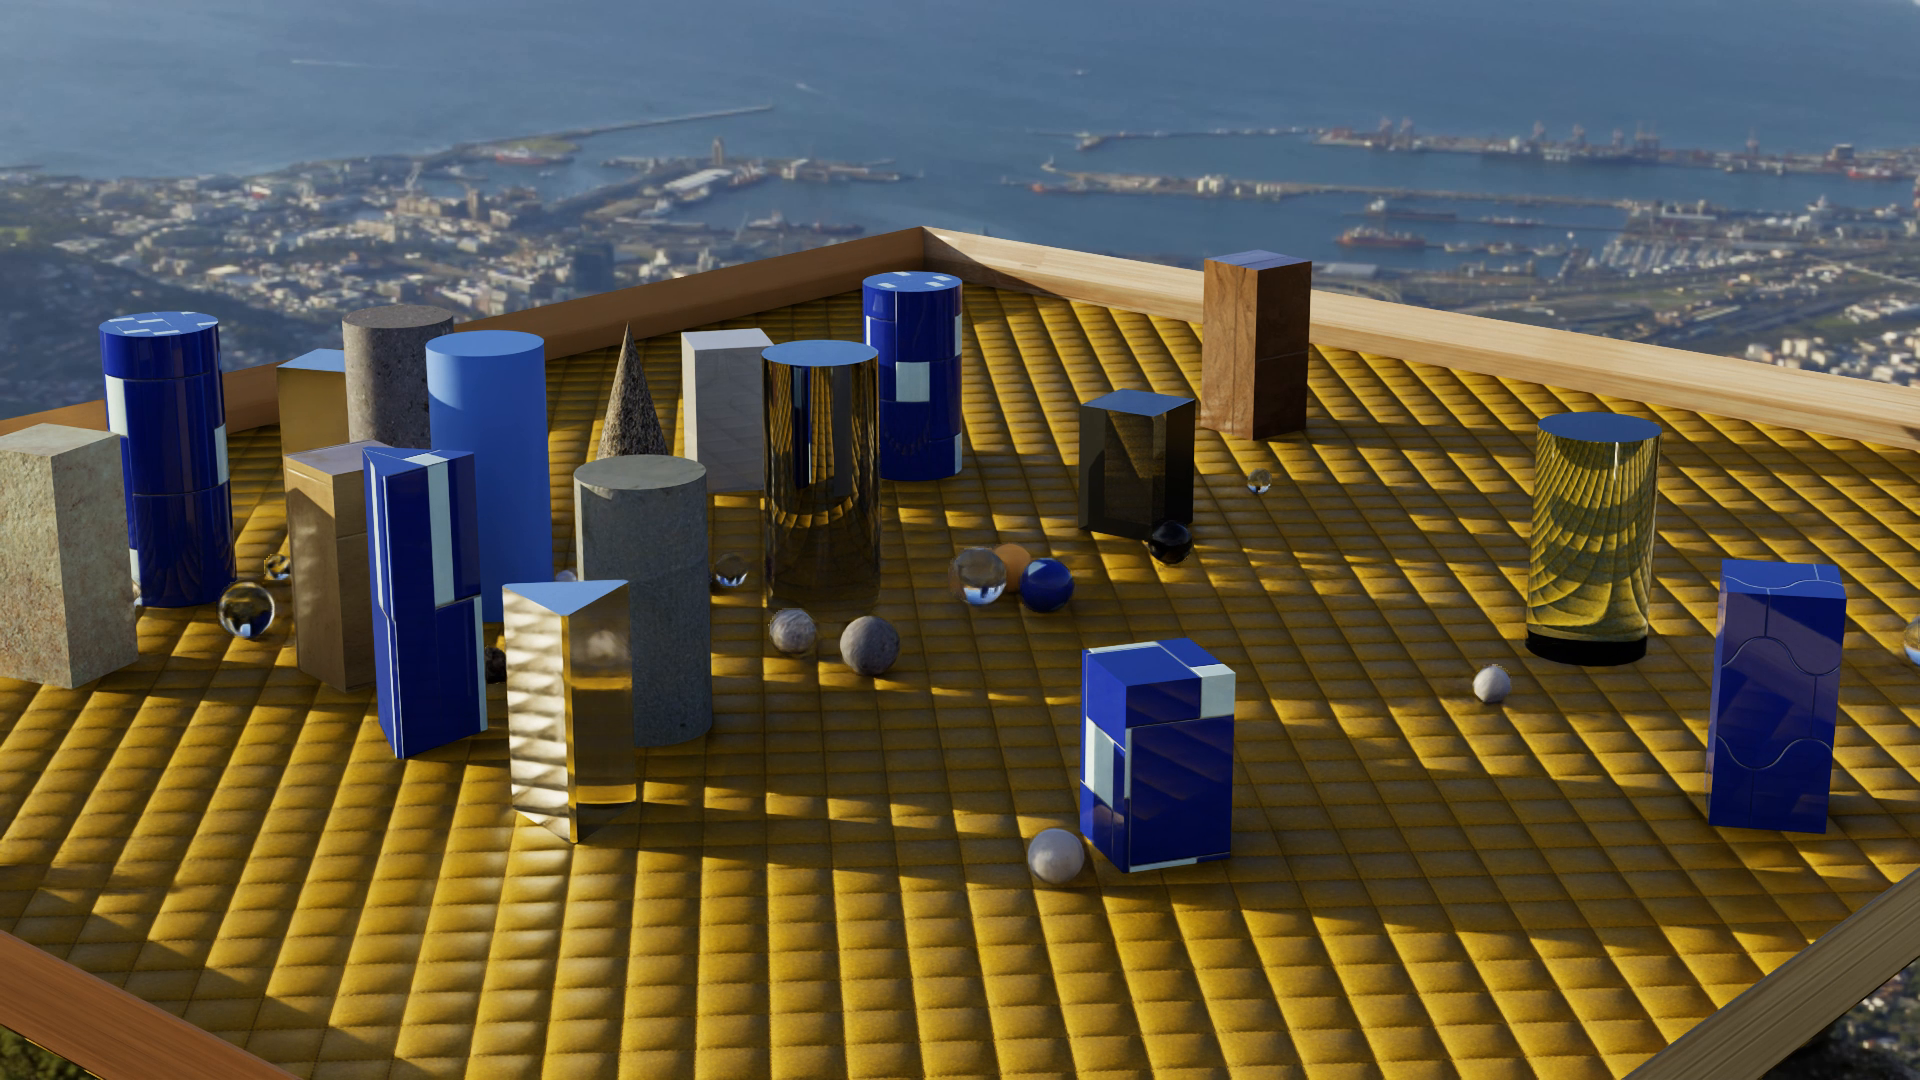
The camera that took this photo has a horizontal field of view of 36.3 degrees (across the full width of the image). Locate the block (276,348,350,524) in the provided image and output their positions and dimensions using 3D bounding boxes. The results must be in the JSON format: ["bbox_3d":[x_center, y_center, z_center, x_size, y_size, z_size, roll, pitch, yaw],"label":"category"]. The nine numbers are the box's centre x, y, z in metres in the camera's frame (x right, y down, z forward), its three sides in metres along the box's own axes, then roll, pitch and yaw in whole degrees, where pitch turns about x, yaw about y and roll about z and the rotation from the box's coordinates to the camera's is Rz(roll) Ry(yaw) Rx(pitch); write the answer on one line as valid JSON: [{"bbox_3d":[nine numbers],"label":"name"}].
[{"bbox_3d":[-1.175,-0.192,5.559,0.158,0.306,0.158,5,18,17],"label":"block"}]

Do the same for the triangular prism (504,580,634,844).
[{"bbox_3d":[-0.526,0.229,4.117,0.148,0.333,0.171,-12,21,-35],"label":"triangular prism"}]

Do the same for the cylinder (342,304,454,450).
[{"bbox_3d":[-1.017,-0.199,5.366,0.198,0.430,0.198,0,17,0],"label":"cylinder"}]

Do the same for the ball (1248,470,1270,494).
[{"bbox_3d":[0.587,-0.114,5.753,0.046,0.046,0.046,0,17,0],"label":"ball"}]

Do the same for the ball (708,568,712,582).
[{"bbox_3d":[-0.459,0.065,5.156,0.047,0.047,0.047,0,17,0],"label":"ball"}]

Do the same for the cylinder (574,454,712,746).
[{"bbox_3d":[-0.480,0.090,4.454,0.198,0.403,0.198,0,17,0],"label":"cylinder"}]

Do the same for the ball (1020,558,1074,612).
[{"bbox_3d":[0.149,0.077,5.035,0.093,0.093,0.093,0,17,0],"label":"ball"}]

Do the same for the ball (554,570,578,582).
[{"bbox_3d":[-0.689,0.076,5.118,0.045,0.045,0.045,0,17,0],"label":"ball"}]

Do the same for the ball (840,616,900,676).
[{"bbox_3d":[-0.144,0.170,4.723,0.096,0.096,0.096,0,17,0],"label":"ball"}]

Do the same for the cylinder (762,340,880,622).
[{"bbox_3d":[-0.237,-0.102,5.017,0.198,0.447,0.198,0,17,0],"label":"cylinder"}]

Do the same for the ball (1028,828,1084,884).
[{"bbox_3d":[0.129,0.423,3.920,0.075,0.075,0.075,0,17,0],"label":"ball"}]

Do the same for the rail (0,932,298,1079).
[{"bbox_3d":[-1.317,0.470,3.667,3.796,0.129,0.045,14,22,39],"label":"rail"}]

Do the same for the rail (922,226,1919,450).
[{"bbox_3d":[1.317,-0.405,6.572,3.796,0.129,0.045,14,22,39],"label":"rail"}]

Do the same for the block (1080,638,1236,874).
[{"bbox_3d":[0.269,0.293,4.017,0.158,0.268,0.158,-6,18,-19],"label":"block"}]

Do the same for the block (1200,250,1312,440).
[{"bbox_3d":[0.625,-0.414,6.197,0.158,0.363,0.158,-13,21,-37],"label":"block"}]

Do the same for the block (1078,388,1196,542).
[{"bbox_3d":[0.332,-0.142,5.509,0.158,0.240,0.158,11,20,32],"label":"block"}]

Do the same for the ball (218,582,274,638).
[{"bbox_3d":[-1.194,0.117,4.905,0.093,0.093,0.093,0,17,0],"label":"ball"}]

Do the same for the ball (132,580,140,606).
[{"bbox_3d":[-1.441,0.092,5.042,0.061,0.061,0.061,0,17,0],"label":"ball"}]

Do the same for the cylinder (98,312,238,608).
[{"bbox_3d":[-1.372,-0.141,5.088,0.198,0.480,0.198,0,17,0],"label":"cylinder"}]

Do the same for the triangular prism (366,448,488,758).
[{"bbox_3d":[-0.836,0.084,4.415,0.148,0.438,0.171,14,22,38],"label":"triangular prism"}]

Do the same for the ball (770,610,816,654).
[{"bbox_3d":[-0.274,0.151,4.822,0.075,0.075,0.075,0,17,0],"label":"ball"}]

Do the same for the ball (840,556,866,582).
[{"bbox_3d":[-0.190,0.051,5.205,0.045,0.045,0.045,0,17,0],"label":"ball"}]

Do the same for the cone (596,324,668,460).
[{"bbox_3d":[-0.624,-0.231,5.568,0.198,0.376,0.198,0,17,0],"label":"cone"}]

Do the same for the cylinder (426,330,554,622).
[{"bbox_3d":[-0.802,-0.110,5.015,0.198,0.464,0.198,0,17,0],"label":"cylinder"}]

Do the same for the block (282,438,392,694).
[{"bbox_3d":[-0.964,0.040,4.700,0.158,0.359,0.158,-14,22,-38],"label":"block"}]

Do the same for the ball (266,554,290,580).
[{"bbox_3d":[-1.211,0.049,5.215,0.045,0.045,0.045,0,17,0],"label":"ball"}]

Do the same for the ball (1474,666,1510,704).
[{"bbox_3d":[0.834,0.228,4.596,0.058,0.058,0.058,0,17,0],"label":"ball"}]

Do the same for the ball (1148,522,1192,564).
[{"bbox_3d":[0.380,0.006,5.299,0.078,0.078,0.078,0,17,0],"label":"ball"}]

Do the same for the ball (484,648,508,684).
[{"bbox_3d":[-0.751,0.200,4.688,0.058,0.058,0.058,0,17,0],"label":"ball"}]

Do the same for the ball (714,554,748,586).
[{"bbox_3d":[-0.404,0.053,5.174,0.059,0.059,0.059,0,17,0],"label":"ball"}]

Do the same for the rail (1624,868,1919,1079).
[{"bbox_3d":[1.415,0.387,3.943,0.045,0.129,4.066,14,22,39],"label":"rail"}]

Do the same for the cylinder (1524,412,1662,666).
[{"bbox_3d":[1.037,-0.003,4.811,0.198,0.377,0.198,0,17,0],"label":"cylinder"}]

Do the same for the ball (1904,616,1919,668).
[{"bbox_3d":[1.576,0.164,4.742,0.096,0.096,0.096,0,17,0],"label":"ball"}]

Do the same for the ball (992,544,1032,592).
[{"bbox_3d":[0.087,0.050,5.142,0.085,0.085,0.085,0,17,0],"label":"ball"}]

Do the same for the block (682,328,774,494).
[{"bbox_3d":[-0.456,-0.256,5.802,0.158,0.289,0.158,-4,17,-14],"label":"block"}]

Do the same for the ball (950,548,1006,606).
[{"bbox_3d":[0.032,0.064,5.070,0.099,0.099,0.099,0,17,0],"label":"ball"}]

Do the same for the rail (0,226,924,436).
[{"bbox_3d":[-1.415,-0.322,6.296,0.045,0.129,4.066,14,22,39],"label":"rail"}]

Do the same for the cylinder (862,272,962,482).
[{"bbox_3d":[-0.095,-0.330,5.881,0.198,0.385,0.198,0,17,0],"label":"cylinder"}]

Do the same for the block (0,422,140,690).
[{"bbox_3d":[-1.450,0.024,4.710,0.158,0.383,0.158,8,18,24],"label":"block"}]

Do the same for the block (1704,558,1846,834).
[{"bbox_3d":[1.146,0.218,4.131,0.158,0.345,0.158,3,17,11],"label":"block"}]
